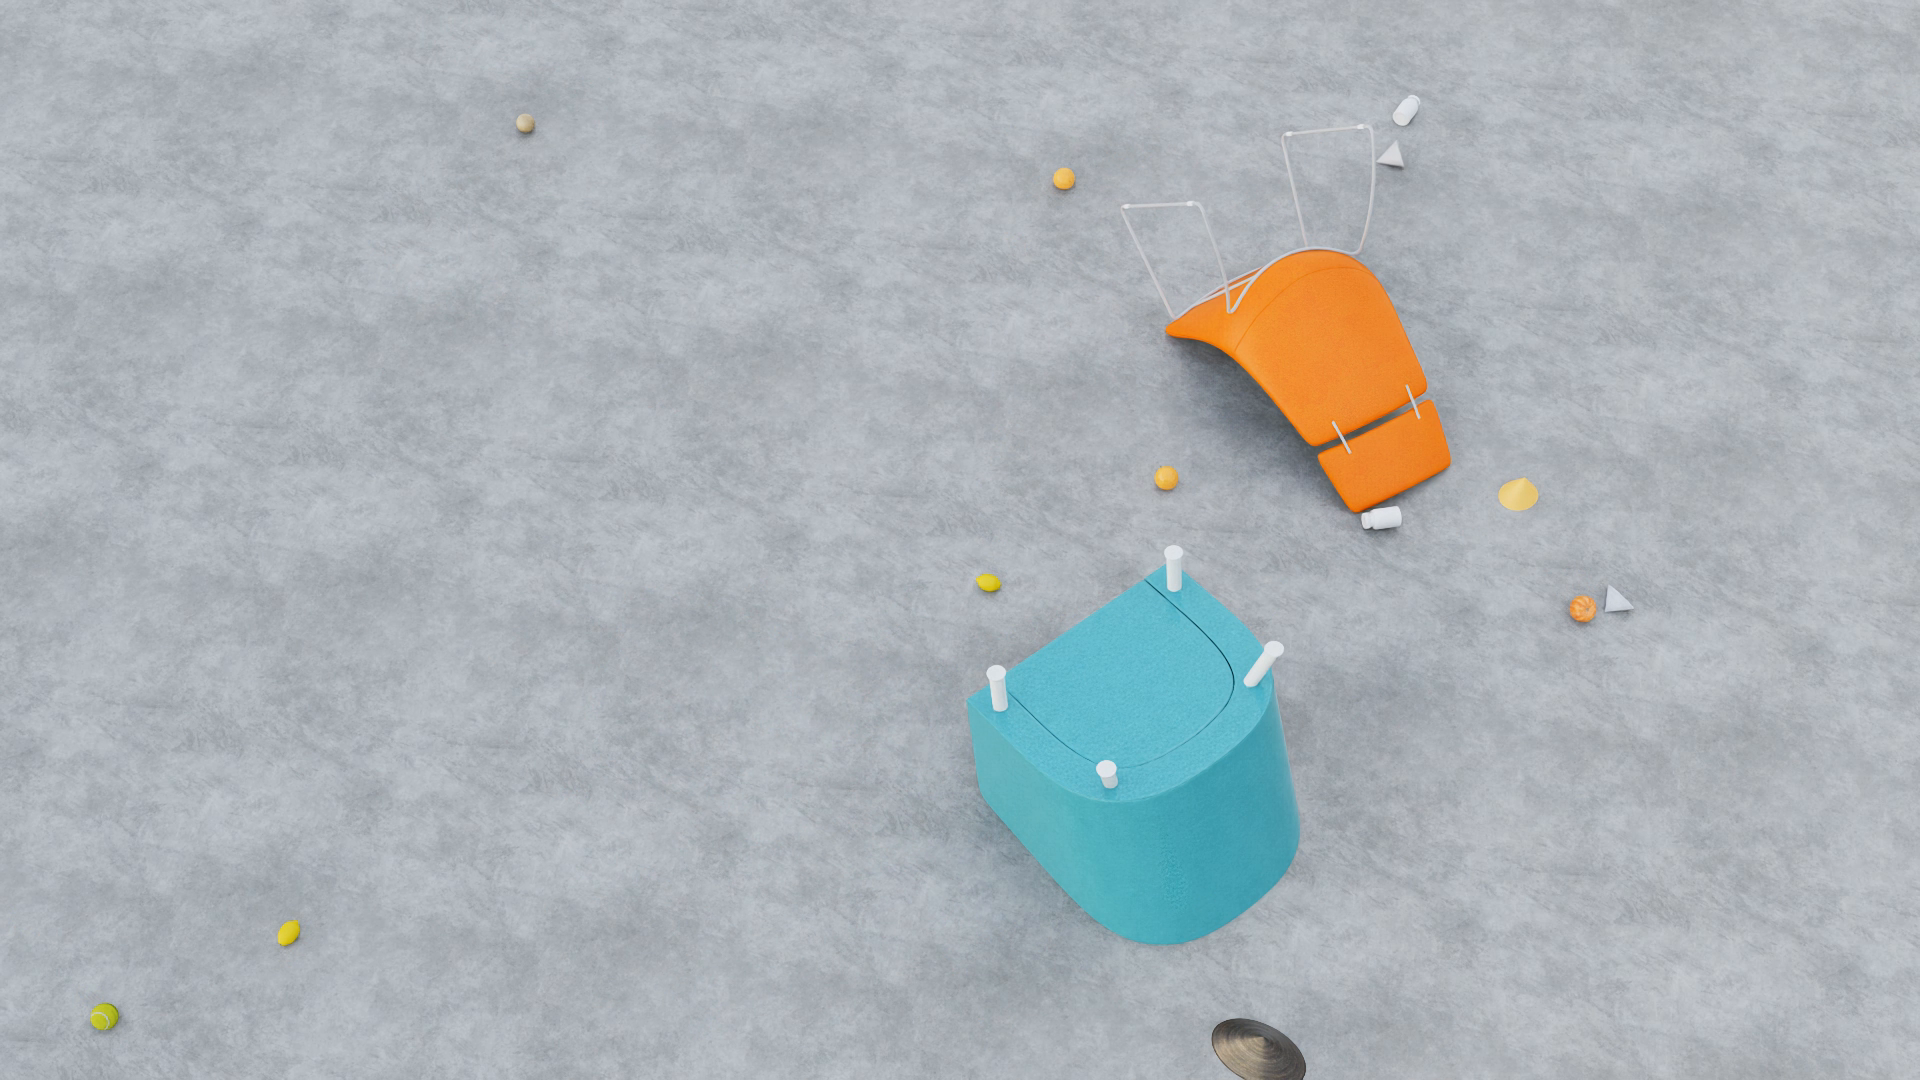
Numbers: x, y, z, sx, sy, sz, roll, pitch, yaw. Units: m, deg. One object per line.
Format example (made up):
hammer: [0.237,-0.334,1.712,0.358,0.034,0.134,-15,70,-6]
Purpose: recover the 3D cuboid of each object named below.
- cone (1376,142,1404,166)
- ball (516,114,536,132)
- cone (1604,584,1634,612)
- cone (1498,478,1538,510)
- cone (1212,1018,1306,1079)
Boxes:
cone: [1.443,-1.289,7.418,0.087,0.072,0.107,-17,54,16]
ball: [-1.479,-1.420,7.488,0.064,0.064,0.064,0,56,0]
cone: [1.910,0.188,6.431,0.065,0.058,0.107,-43,59,2]
cone: [1.693,-0.162,6.626,0.128,0.094,0.109,-28,60,-17]
cone: [0.772,1.295,5.636,0.258,0.114,0.164,25,60,16]
